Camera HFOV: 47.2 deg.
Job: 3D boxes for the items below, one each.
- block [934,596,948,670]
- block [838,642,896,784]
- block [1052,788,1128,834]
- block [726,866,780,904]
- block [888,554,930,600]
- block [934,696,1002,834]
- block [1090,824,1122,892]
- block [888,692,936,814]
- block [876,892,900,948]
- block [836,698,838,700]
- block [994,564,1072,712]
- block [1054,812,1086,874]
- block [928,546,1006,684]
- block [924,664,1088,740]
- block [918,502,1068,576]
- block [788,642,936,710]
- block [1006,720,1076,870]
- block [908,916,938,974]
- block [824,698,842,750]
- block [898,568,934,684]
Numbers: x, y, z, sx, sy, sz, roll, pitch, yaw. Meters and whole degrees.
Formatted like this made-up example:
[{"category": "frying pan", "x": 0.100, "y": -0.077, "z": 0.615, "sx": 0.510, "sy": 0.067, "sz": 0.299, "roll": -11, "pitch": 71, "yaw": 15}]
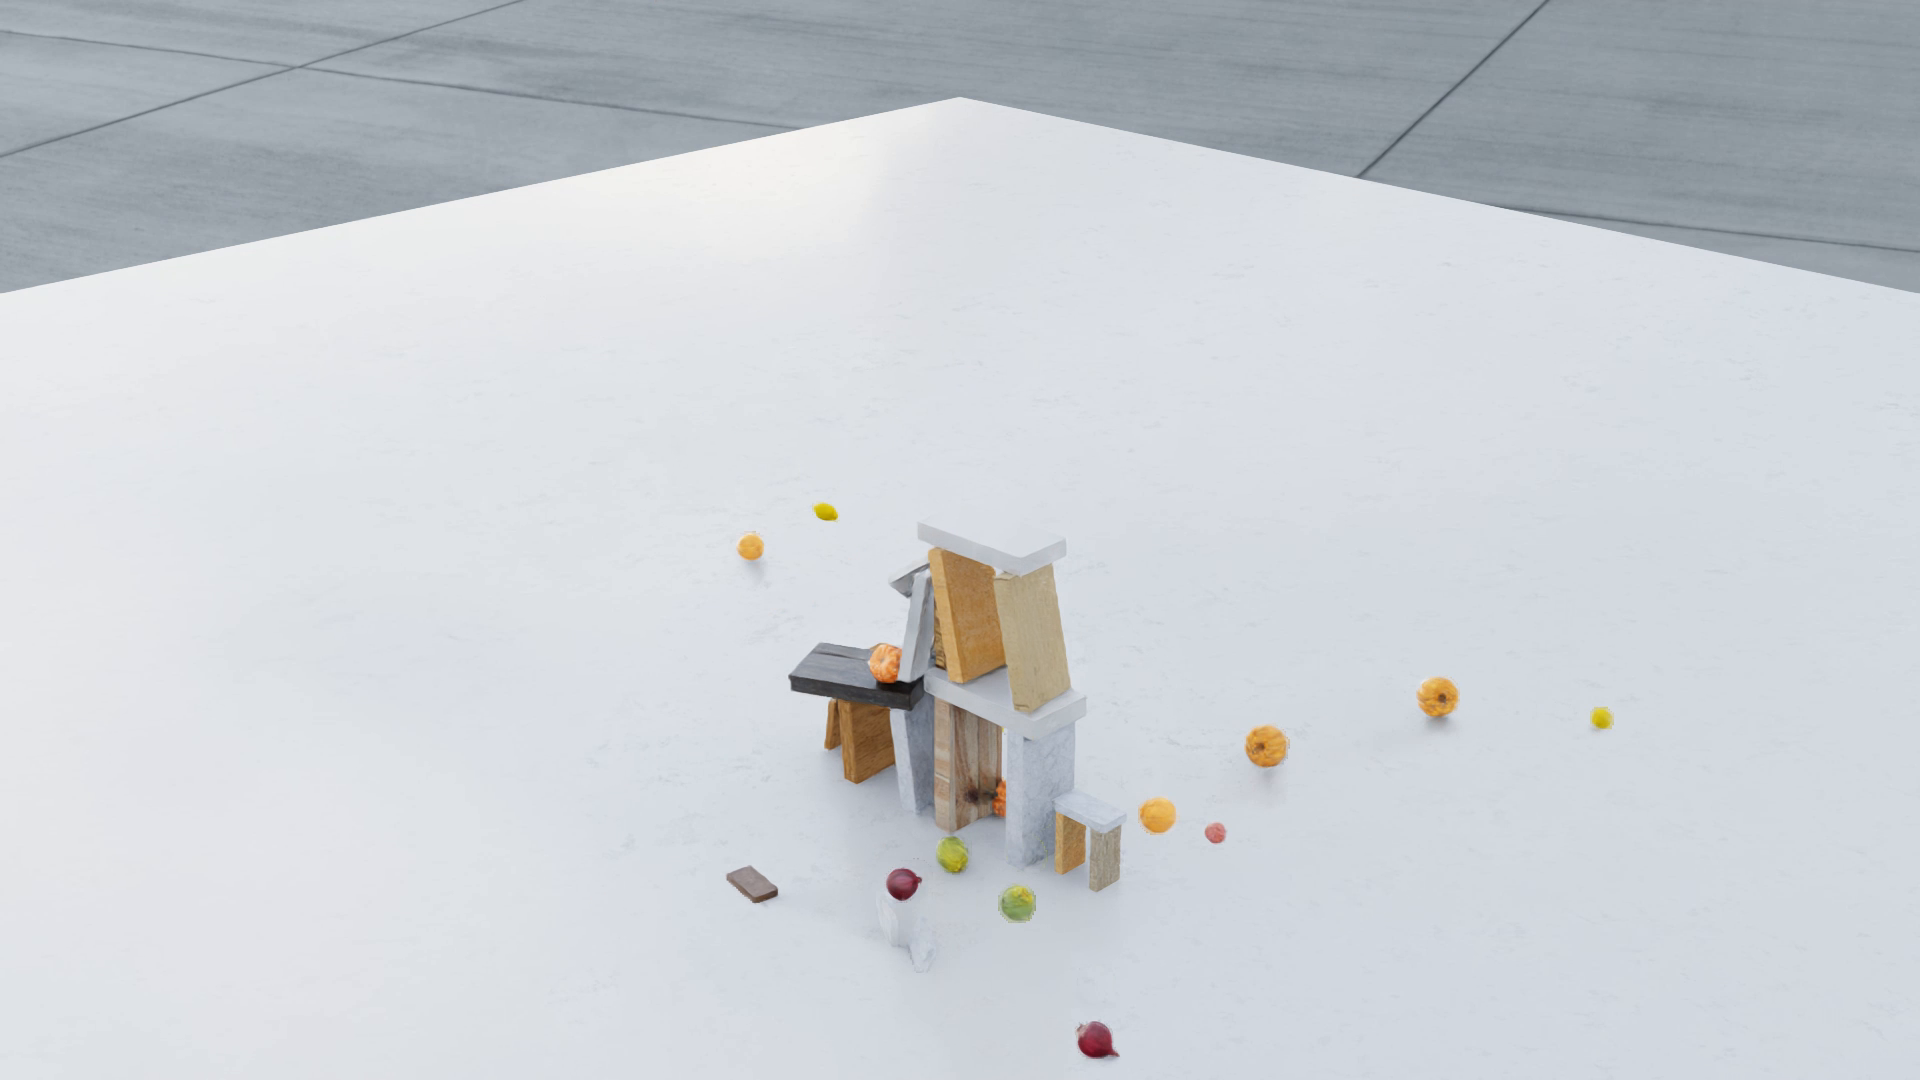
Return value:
[{"category": "block", "x": -0.011, "y": 0.155, "z": 4.301, "sx": 0.026, "sy": 0.181, "sz": 0.090, "roll": 17, "pitch": 28, "yaw": 38}, {"category": "block", "x": -0.187, "y": 0.359, "z": 4.561, "sx": 0.038, "sy": 0.267, "sz": 0.134, "roll": 21, "pitch": 35, "yaw": 40}, {"category": "block", "x": 0.245, "y": 0.515, "z": 4.182, "sx": 0.133, "sy": 0.019, "sz": 0.067, "roll": 21, "pitch": 31, "yaw": 41}, {"category": "block", "x": -0.395, "y": 0.657, "z": 4.193, "sx": 0.053, "sy": 0.015, "sz": 0.105, "roll": -16, "pitch": 28, "yaw": -32}, {"category": "block", "x": -0.047, "y": 0.068, "z": 4.356, "sx": 0.181, "sy": 0.090, "sz": 0.026, "roll": -28, "pitch": 37, "yaw": 37}, {"category": "block", "x": 0.017, "y": 0.424, "z": 4.384, "sx": 0.042, "sy": 0.295, "sz": 0.148, "roll": 21, "pitch": 31, "yaw": 41}, {"category": "block", "x": 0.276, "y": 0.597, "z": 4.183, "sx": 0.019, "sy": 0.133, "sz": 0.067, "roll": 21, "pitch": 31, "yaw": 41}, {"category": "block", "x": -0.076, "y": 0.405, "z": 4.444, "sx": 0.038, "sy": 0.267, "sz": 0.134, "roll": 14, "pitch": 33, "yaw": 34}, {"category": "block", "x": -0.133, "y": 0.699, "z": 4.045, "sx": 0.015, "sy": 0.053, "sz": 0.105, "roll": -8, "pitch": 24, "yaw": -14}, {"category": "block", "x": -0.219, "y": 0.345, "z": 4.644, "sx": 0.054, "sy": 0.015, "sz": 0.109, "roll": -2, "pitch": 19, "yaw": -25}, {"category": "block", "x": 0.137, "y": 0.176, "z": 4.142, "sx": 0.037, "sy": 0.264, "sz": 0.132, "roll": 4, "pitch": 20, "yaw": 40}, {"category": "block", "x": 0.214, "y": 0.573, "z": 4.241, "sx": 0.019, "sy": 0.133, "sz": 0.067, "roll": 21, "pitch": 31, "yaw": 41}, {"category": "block", "x": 0.018, "y": 0.129, "z": 4.254, "sx": 0.132, "sy": 0.264, "sz": 0.037, "roll": -21, "pitch": 18, "yaw": -41}, {"category": "block", "x": 0.086, "y": 0.296, "z": 4.253, "sx": 0.295, "sy": 0.042, "sz": 0.148, "roll": 21, "pitch": 31, "yaw": 40}, {"category": "block", "x": 0.060, "y": -0.003, "z": 4.177, "sx": 0.264, "sy": 0.037, "sz": 0.132, "roll": 20, "pitch": 30, "yaw": 39}, {"category": "block", "x": -0.192, "y": 0.271, "z": 4.392, "sx": 0.267, "sy": 0.038, "sz": 0.134, "roll": 8, "pitch": 30, "yaw": 24}, {"category": "block", "x": 0.156, "y": 0.478, "z": 4.256, "sx": 0.042, "sy": 0.295, "sz": 0.148, "roll": 21, "pitch": 31, "yaw": 41}, {"category": "block", "x": -0.068, "y": 0.730, "z": 3.971, "sx": 0.015, "sy": 0.053, "sz": 0.105, "roll": 21, "pitch": 16, "yaw": -20}, {"category": "block", "x": -0.264, "y": 0.389, "z": 4.695, "sx": 0.015, "sy": 0.109, "sz": 0.054, "roll": 15, "pitch": 19, "yaw": 27}, {"category": "block", "x": -0.076, "y": 0.165, "z": 4.280, "sx": 0.026, "sy": 0.213, "sz": 0.090, "roll": 14, "pitch": 13, "yaw": 19}]
